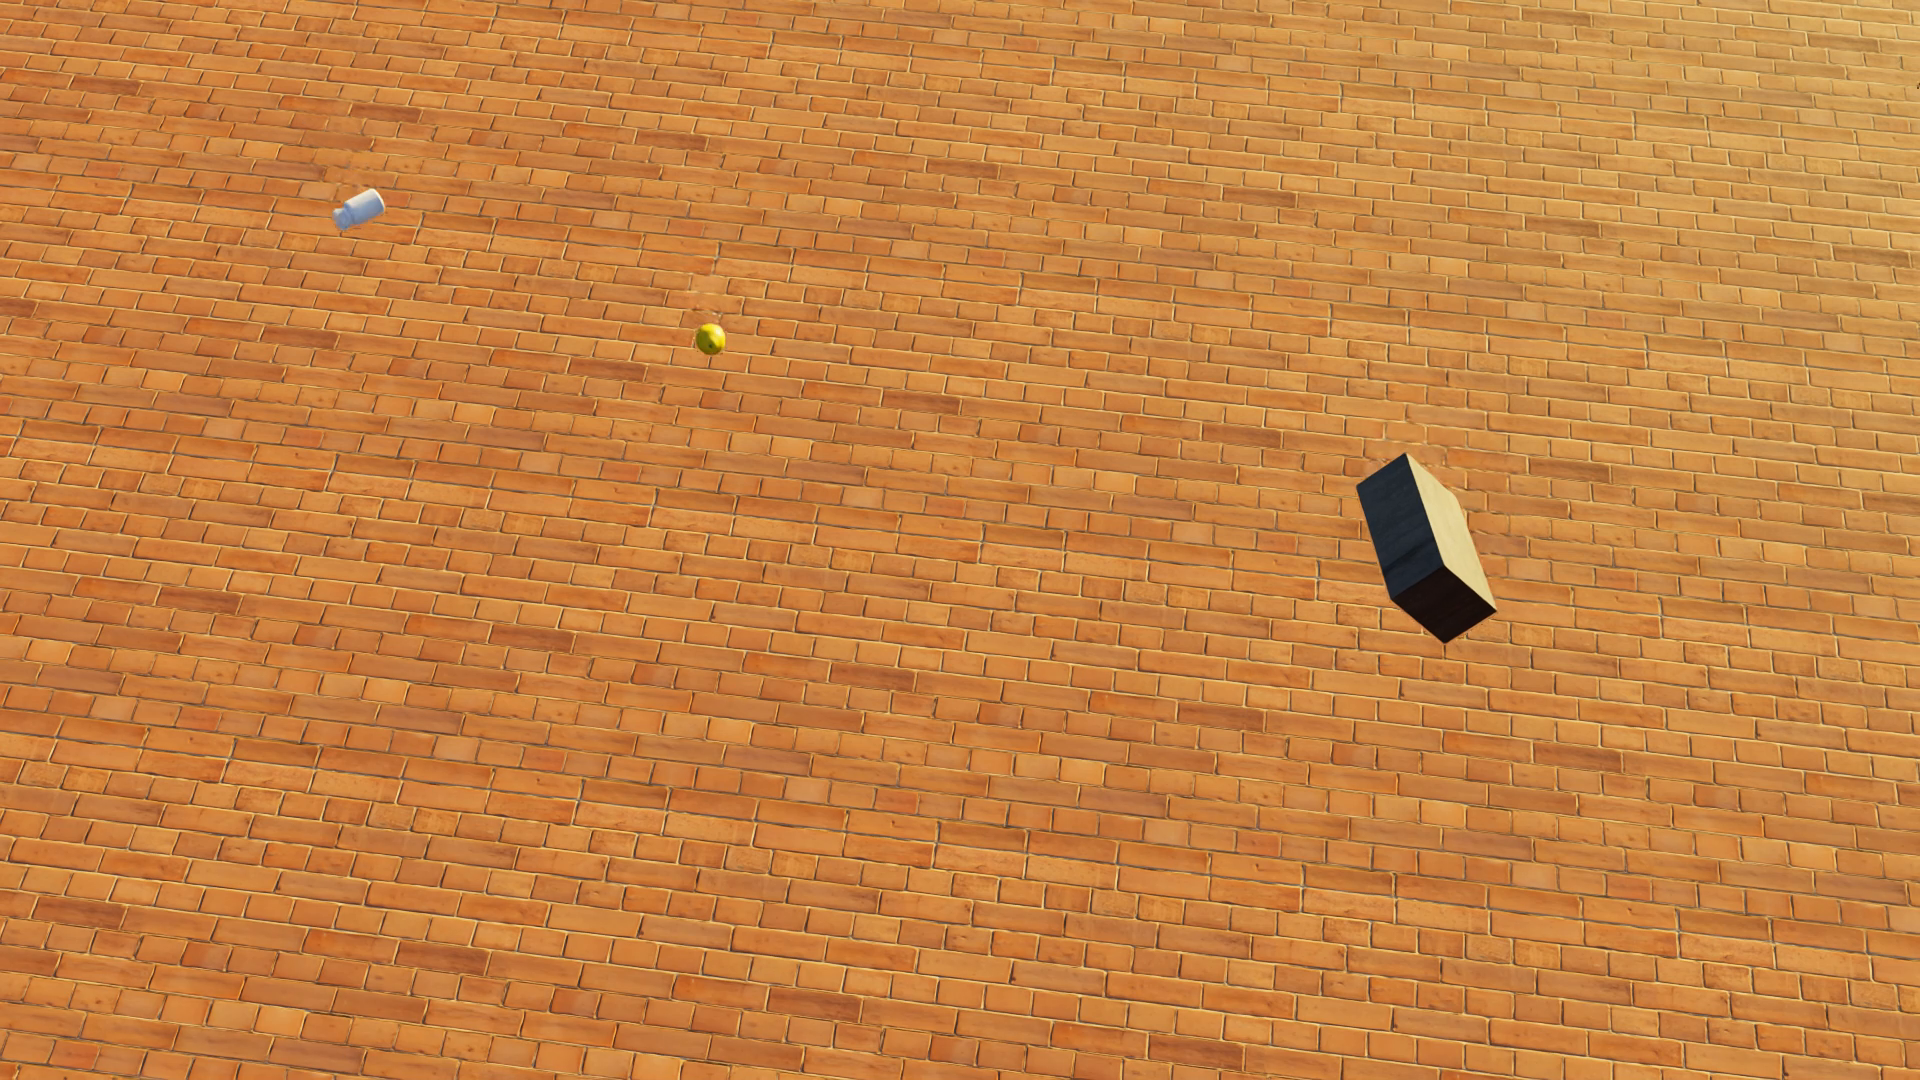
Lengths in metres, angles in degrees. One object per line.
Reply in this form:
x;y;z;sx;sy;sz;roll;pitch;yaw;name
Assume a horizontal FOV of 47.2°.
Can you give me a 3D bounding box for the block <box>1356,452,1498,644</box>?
0.718;0.011;3.394;0.097;0.142;0.254;-36;37;25;block
